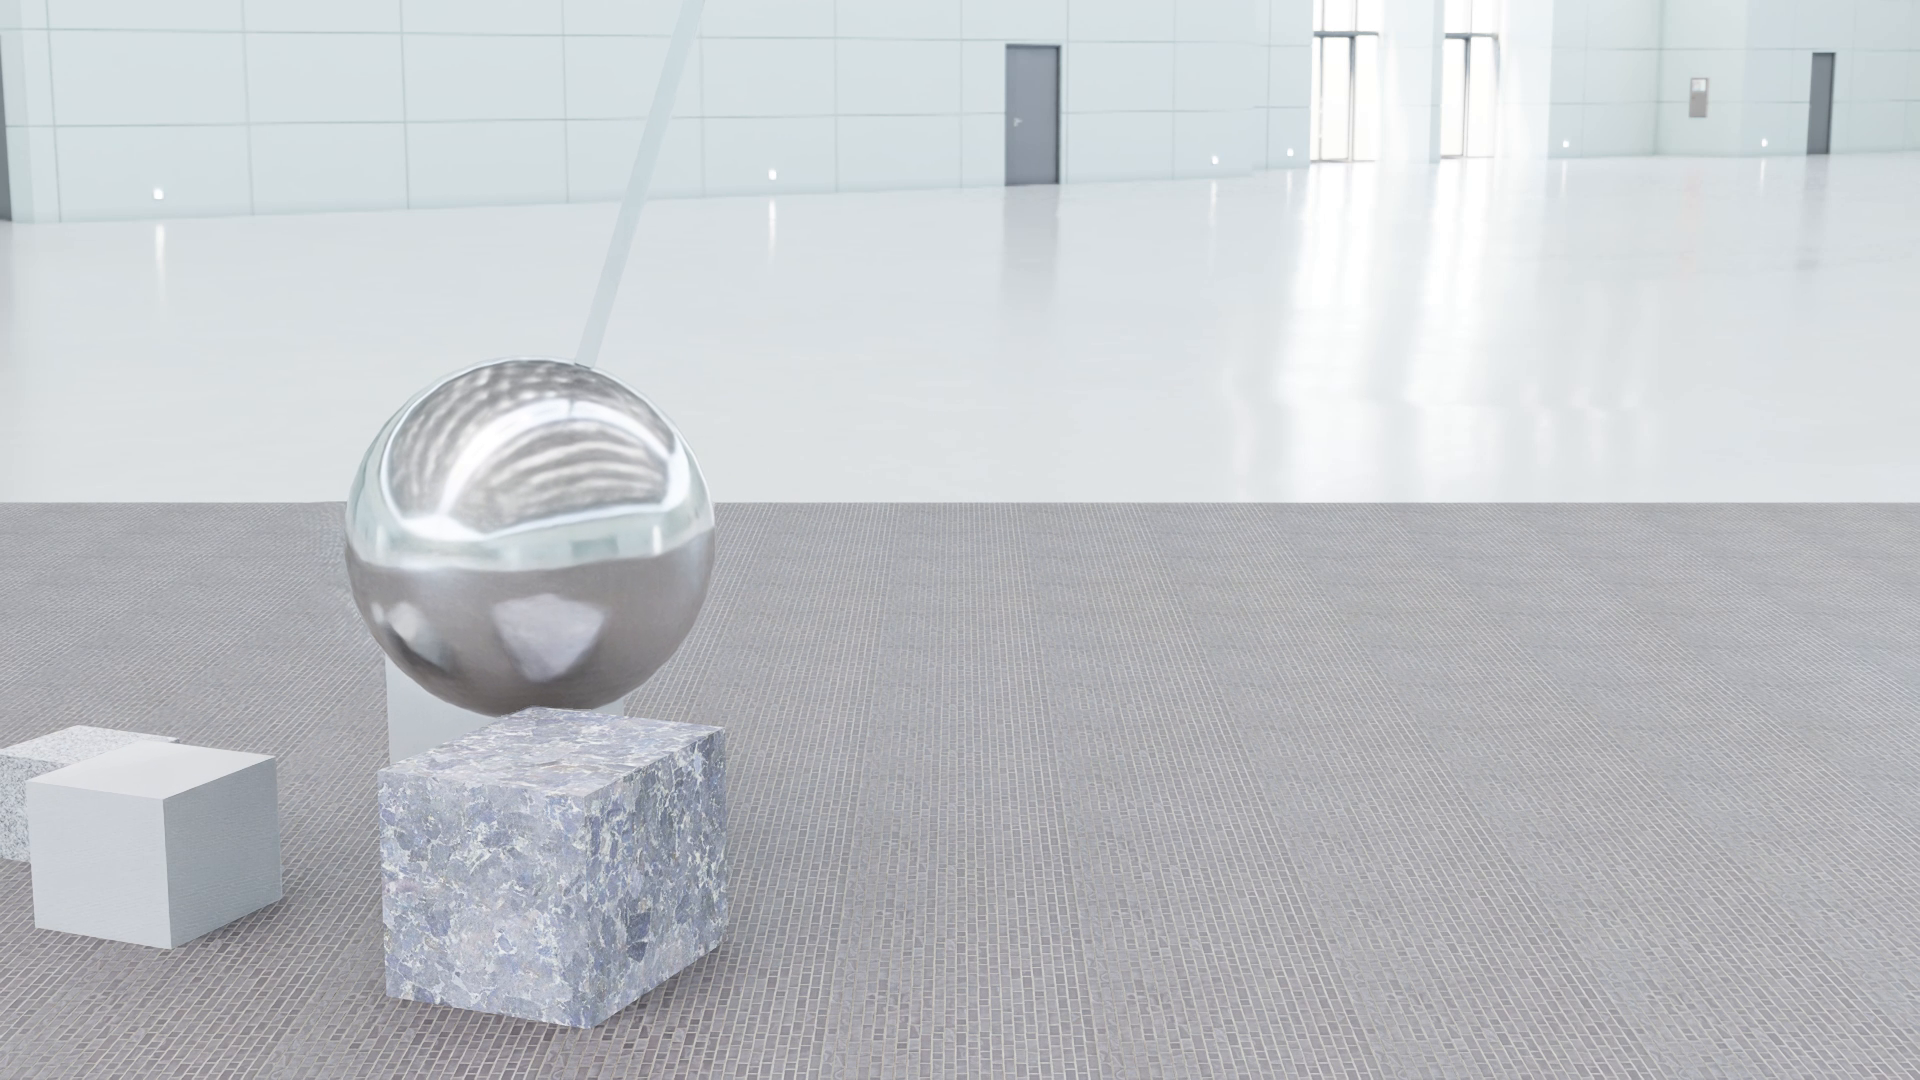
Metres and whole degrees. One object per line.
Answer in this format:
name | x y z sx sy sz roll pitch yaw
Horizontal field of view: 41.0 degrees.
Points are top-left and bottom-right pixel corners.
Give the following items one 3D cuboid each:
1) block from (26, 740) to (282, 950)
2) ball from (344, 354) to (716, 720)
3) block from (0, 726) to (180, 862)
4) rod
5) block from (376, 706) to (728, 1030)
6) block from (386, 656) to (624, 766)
block | -3.387 1.269 10.822 0.707 0.632 0.719 4 11 23
ball | -1.865 -0.008 11.179 1.600 1.600 1.600 0 10 0
block | -3.979 1.177 11.725 0.605 0.490 0.553 5 11 24
rod | -0.808 -3.188 10.601 0.080 5.200 0.080 18 10 -3
block | -1.581 1.258 10.137 0.907 0.897 1.098 4 11 22
block | -2.206 0.846 12.512 0.820 0.860 0.799 5 11 25
